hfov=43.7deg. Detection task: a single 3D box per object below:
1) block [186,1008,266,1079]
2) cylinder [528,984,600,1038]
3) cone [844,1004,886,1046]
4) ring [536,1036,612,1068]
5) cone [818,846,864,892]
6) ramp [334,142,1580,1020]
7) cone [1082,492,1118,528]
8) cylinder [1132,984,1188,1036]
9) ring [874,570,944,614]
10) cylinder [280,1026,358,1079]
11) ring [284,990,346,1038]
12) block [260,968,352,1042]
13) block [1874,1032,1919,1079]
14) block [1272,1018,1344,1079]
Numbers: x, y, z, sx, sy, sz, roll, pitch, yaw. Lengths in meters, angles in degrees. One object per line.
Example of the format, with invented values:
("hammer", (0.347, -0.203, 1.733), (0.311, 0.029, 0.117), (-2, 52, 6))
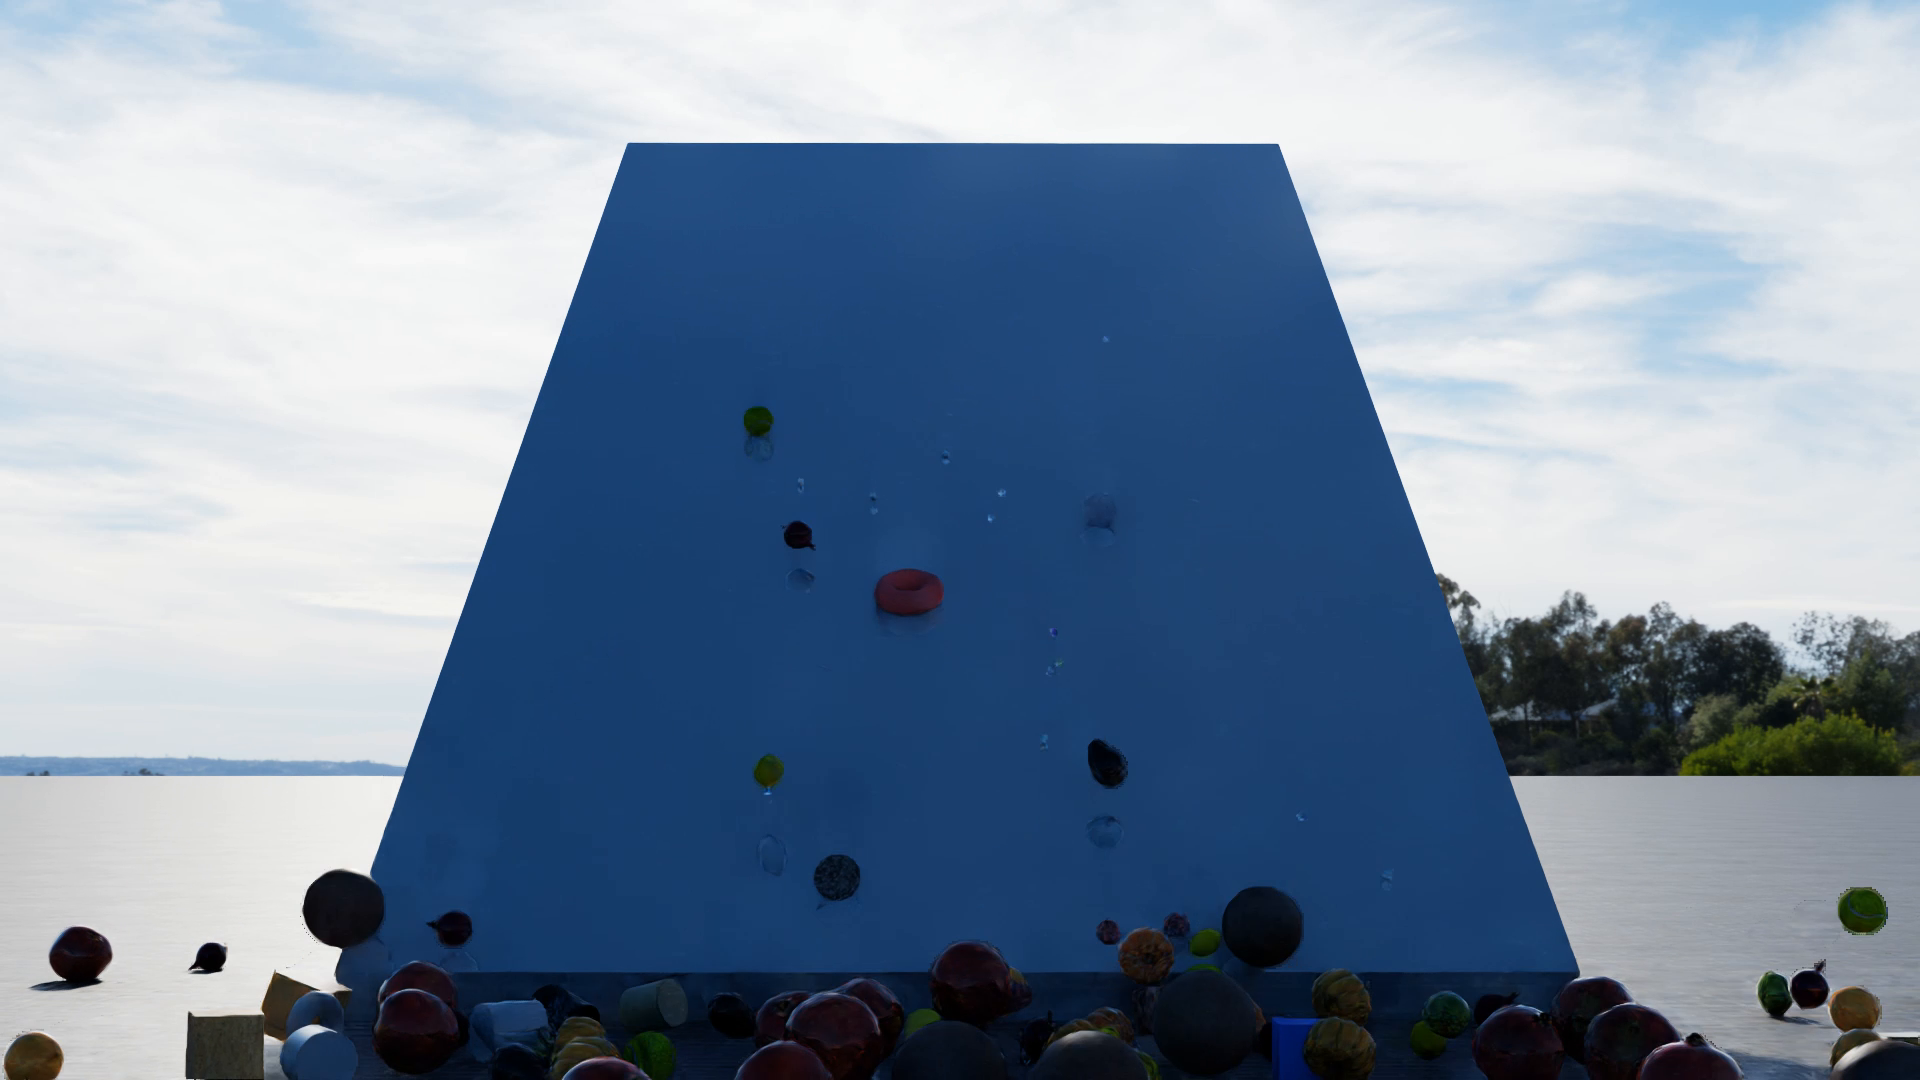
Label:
("block", (-0.969, 0.667, 3.158), (0.087, 0.087, 0.087), (3, -6, -25))
("cylinder", (-0.567, 0.684, 3.415), (0.077, 0.077, 0.077), (20, 9, 41))
("cone", (-0.137, 0.689, 3.393), (0.060, 0.060, 0.060), (0, -7, 3))
("ring", (-0.534, 0.709, 3.318), (0.106, 0.035, 0.106), (1, -5, 0))
("cone", (-0.213, 0.563, 4.045), (0.079, 0.079, 0.079), (2, -20, -22))
("ramp", (-0.012, -0.219, 5.624), (2.000, 0.100, 4.000), (0, 29, 0))
("cone", (0.303, -0.067, 5.205), (0.078, 0.078, 0.078), (0, 2, 4))
("cylinder", (0.284, 0.668, 3.409), (0.066, 0.066, 0.066), (-11, -8, 12))
("ring", (-0.103, 0.105, 4.874), (0.143, 0.048, 0.143), (0, 27, 0))
("cylinder", (-0.815, 0.660, 3.044), (0.079, 0.079, 0.079), (3, -6, -29))
("ring", (-0.881, 0.666, 3.272), (0.033, 0.100, 0.100), (-10, -10, 30))
("block", (-0.925, 0.660, 3.373), (0.085, 0.085, 0.085), (19, -4, 12))
("block", (1.232, 0.676, 3.120), (0.062, 0.062, 0.062), (0, -5, 4))
("block", (0.450, 0.664, 3.098), (0.082, 0.082, 0.082), (0, -5, 1))
